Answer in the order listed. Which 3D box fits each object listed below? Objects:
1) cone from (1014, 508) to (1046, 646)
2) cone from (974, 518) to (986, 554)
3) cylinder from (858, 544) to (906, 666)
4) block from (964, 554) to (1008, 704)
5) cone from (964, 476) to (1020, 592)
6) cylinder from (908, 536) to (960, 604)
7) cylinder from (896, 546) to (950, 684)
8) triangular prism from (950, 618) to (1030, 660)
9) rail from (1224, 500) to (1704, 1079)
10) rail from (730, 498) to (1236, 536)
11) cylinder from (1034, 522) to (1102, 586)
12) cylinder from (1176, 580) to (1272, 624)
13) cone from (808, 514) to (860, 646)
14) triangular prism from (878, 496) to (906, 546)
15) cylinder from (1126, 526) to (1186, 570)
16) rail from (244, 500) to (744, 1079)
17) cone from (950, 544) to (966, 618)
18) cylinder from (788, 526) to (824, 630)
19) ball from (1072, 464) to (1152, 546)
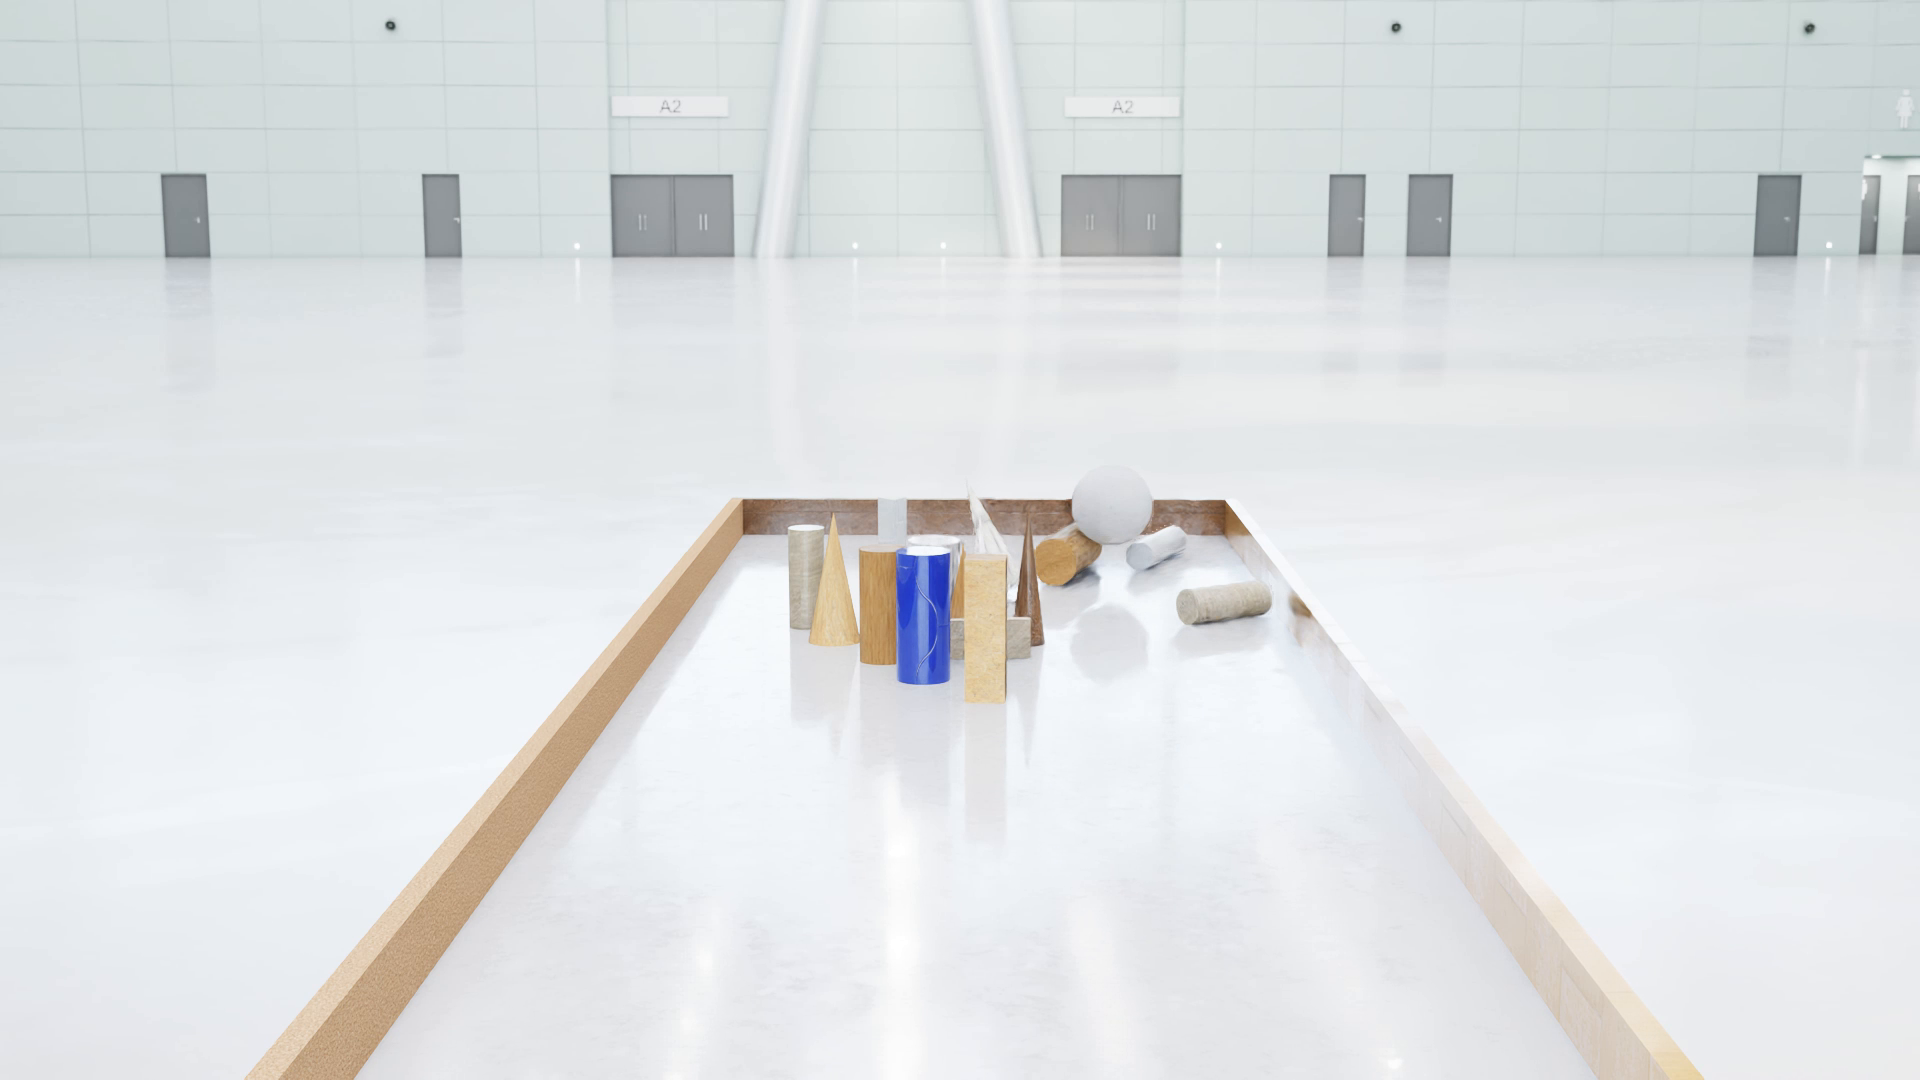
[{"bbox_3d":[0.214,0.107,6.917,0.111,0.444,0.111,0,9,0],"label":"cone"},{"bbox_3d":[0.064,0.098,7.179,0.121,0.380,0.121,0,9,0],"label":"cone"},{"bbox_3d":[-0.232,0.195,6.673,0.148,0.345,0.148,0,9,0],"label":"cylinder"},{"bbox_3d":[0.073,0.247,6.159,0.112,0.404,0.112,1,9,4],"label":"block"},{"bbox_3d":[0.089,-0.031,7.750,0.148,0.435,0.148,-20,-10,-4],"label":"cone"},{"bbox_3d":[-0.084,0.160,6.942,0.159,0.326,0.159,1,10,0],"label":"cylinder"},{"bbox_3d":[-0.107,0.219,6.412,0.160,0.380,0.160,0,9,0],"label":"cylinder"},{"bbox_3d":[0.031,0.278,6.717,0.366,0.111,0.128,0,46,-2],"label":"triangular prism"},{"bbox_3d":[1.046,0.843,3.208,0.050,0.150,12.000,0,9,1],"label":"rail"},{"bbox_3d":[0.099,-0.098,9.147,2.100,0.150,0.050,0,9,1],"label":"rail"},{"bbox_3d":[0.398,0.049,8.155,0.171,0.171,0.434,3,9,16],"label":"cylinder"},{"bbox_3d":[0.880,0.207,7.323,0.316,0.119,0.119,-6,11,-33],"label":"cylinder"},{"bbox_3d":[-0.398,0.117,6.948,0.166,0.415,0.166,0,9,0],"label":"cone"},{"bbox_3d":[-0.208,0.072,7.201,0.080,0.425,0.092,-7,11,-36],"label":"triangular prism"},{"bbox_3d":[0.759,0.029,8.476,0.109,0.109,0.442,4,10,22],"label":"cylinder"},{"bbox_3d":[-1.004,0.839,3.234,0.050,0.150,12.000,0,9,1],"label":"rail"},{"bbox_3d":[0.009,0.174,6.835,0.129,0.336,0.129,0,10,0],"label":"cone"},{"bbox_3d":[-0.502,0.122,7.190,0.117,0.328,0.117,0,9,0],"label":"cylinder"},{"bbox_3d":[0.562,-0.130,8.144,0.300,0.300,0.300,0,9,0],"label":"ball"}]
